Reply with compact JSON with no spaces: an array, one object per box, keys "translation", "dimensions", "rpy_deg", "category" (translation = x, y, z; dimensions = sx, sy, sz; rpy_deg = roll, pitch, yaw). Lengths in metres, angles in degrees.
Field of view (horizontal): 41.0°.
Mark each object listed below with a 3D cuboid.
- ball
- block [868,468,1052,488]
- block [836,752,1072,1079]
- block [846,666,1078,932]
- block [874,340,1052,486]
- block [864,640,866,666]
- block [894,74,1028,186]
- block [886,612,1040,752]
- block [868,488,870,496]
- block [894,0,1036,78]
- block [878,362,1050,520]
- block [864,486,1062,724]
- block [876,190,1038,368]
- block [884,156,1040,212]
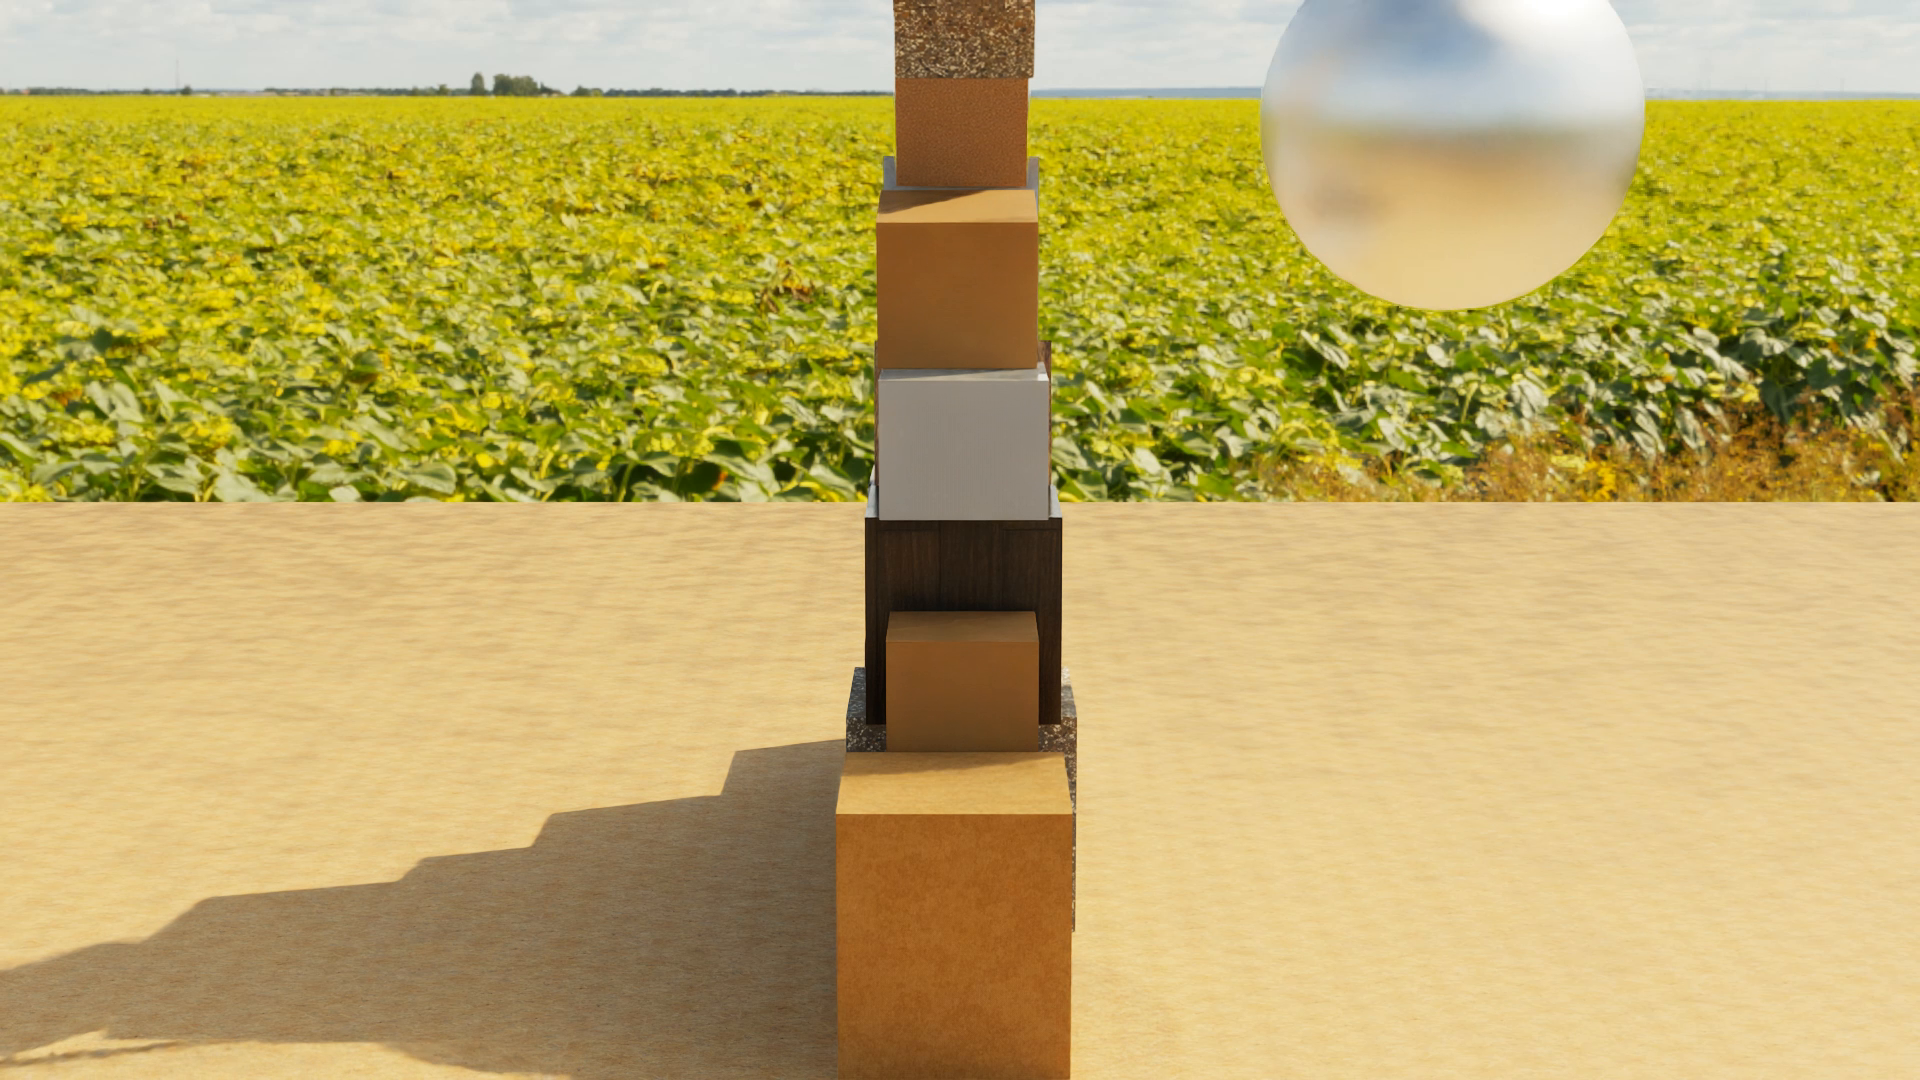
[{"translation":[2.074,-1.773,10.858],"dimensions":[1.600,1.600,1.600],"rpy_deg":[0,10,0],"category":"ball"},{"translation":[0.003,0.056,12.409],"dimensions":[0.866,0.734,0.825],"rpy_deg":[0,9,0],"category":"block"},{"translation":[-0.020,1.355,9.389],"dimensions":[0.822,0.974,0.823],"rpy_deg":[0,10,0],"category":"block"},{"translation":[0.006,1.093,10.991],"dimensions":[0.944,0.917,0.900],"rpy_deg":[0,10,0],"category":"block"},{"translation":[0.013,-0.540,11.185],"dimensions":[0.749,0.610,0.685],"rpy_deg":[0,0,0],"category":"block"},{"translation":[-0.008,0.841,12.523],"dimensions":[0.884,0.852,0.765],"rpy_deg":[0,9,0],"category":"block"},{"translation":[0.009,-1.906,10.991],"dimensions":[0.553,0.537,0.588],"rpy_deg":[0,43,0],"category":"block"},{"translation":[0.009,0.667,10.037],"dimensions":[0.579,0.674,0.562],"rpy_deg":[0,10,0],"category":"block"},{"translation":[-0.003,0.159,11.539],"dimensions":[0.798,0.794,0.829],"rpy_deg":[0,2,0],"category":"block"},{"translation":[0.019,-2.336,10.598],"dimensions":[0.573,0.628,0.579],"rpy_deg":[0,42,0],"category":"block"},{"translation":[0.014,-0.410,10.406],"dimensions":[0.666,0.554,0.669],"rpy_deg":[0,10,0],"category":"block"},{"translation":[0.014,0.255,10.665],"dimensions":[0.787,0.849,0.806],"rpy_deg":[0,10,0],"category":"block"},{"translation":[-0.011,-1.085,10.618],"dimensions":[0.647,0.605,0.629],"rpy_deg":[0,19,0],"category":"block"},{"translation":[0.004,-1.259,11.510],"dimensions":[0.676,0.817,0.763],"rpy_deg":[0,1,0],"category":"block"}]
